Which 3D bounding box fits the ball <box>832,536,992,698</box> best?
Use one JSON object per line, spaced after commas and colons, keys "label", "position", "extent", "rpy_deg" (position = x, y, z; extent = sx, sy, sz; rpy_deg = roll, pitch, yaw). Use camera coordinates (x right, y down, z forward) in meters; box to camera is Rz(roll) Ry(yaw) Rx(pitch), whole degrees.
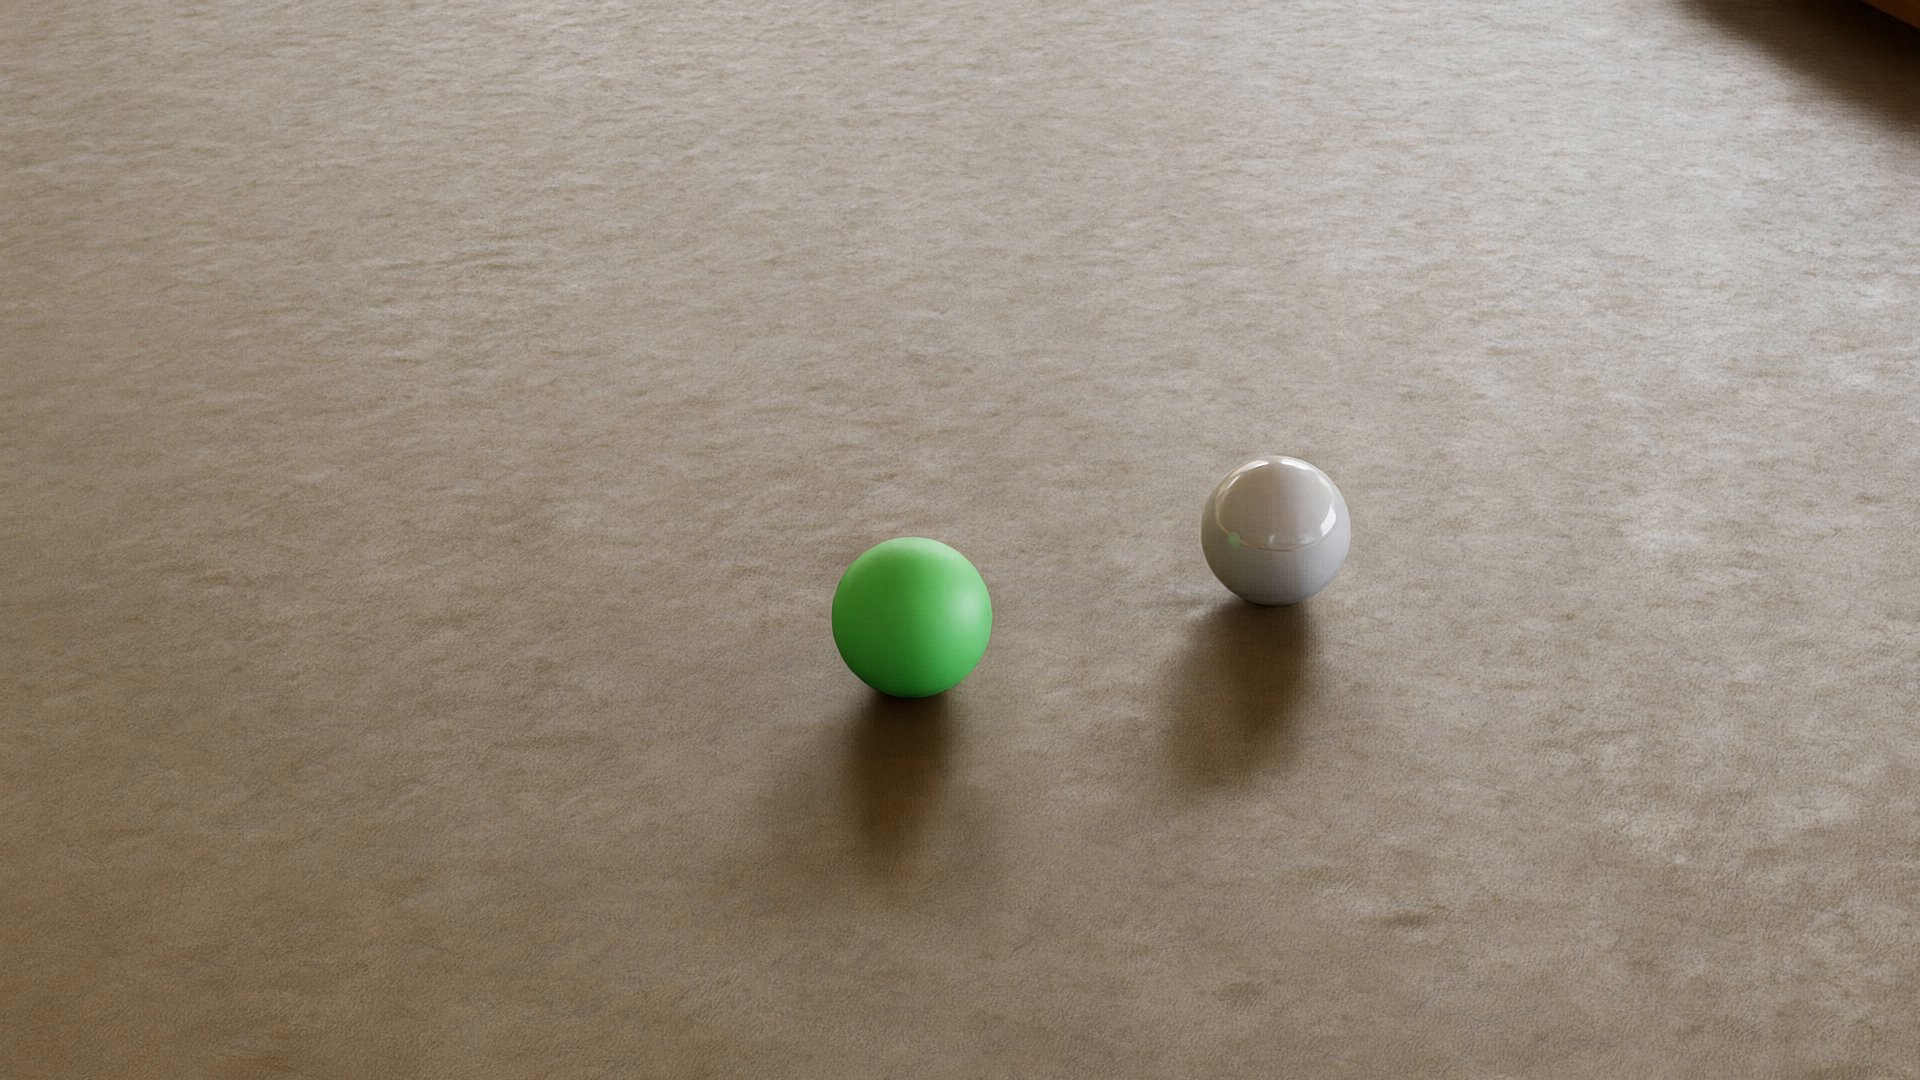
{"label": "ball", "position": [-0.027, 0.044, 1.672], "extent": [0.092, 0.092, 0.092], "rpy_deg": [0, 29, 0]}

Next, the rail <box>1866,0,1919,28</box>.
{"label": "rail", "position": [0.696, -0.702, 2.965], "extent": [0.045, 0.119, 4.188], "rpy_deg": [-11, 31, -19]}

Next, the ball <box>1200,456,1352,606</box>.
{"label": "ball", "position": [0.189, -0.006, 1.761], "extent": [0.090, 0.090, 0.090], "rpy_deg": [0, 29, 0]}
